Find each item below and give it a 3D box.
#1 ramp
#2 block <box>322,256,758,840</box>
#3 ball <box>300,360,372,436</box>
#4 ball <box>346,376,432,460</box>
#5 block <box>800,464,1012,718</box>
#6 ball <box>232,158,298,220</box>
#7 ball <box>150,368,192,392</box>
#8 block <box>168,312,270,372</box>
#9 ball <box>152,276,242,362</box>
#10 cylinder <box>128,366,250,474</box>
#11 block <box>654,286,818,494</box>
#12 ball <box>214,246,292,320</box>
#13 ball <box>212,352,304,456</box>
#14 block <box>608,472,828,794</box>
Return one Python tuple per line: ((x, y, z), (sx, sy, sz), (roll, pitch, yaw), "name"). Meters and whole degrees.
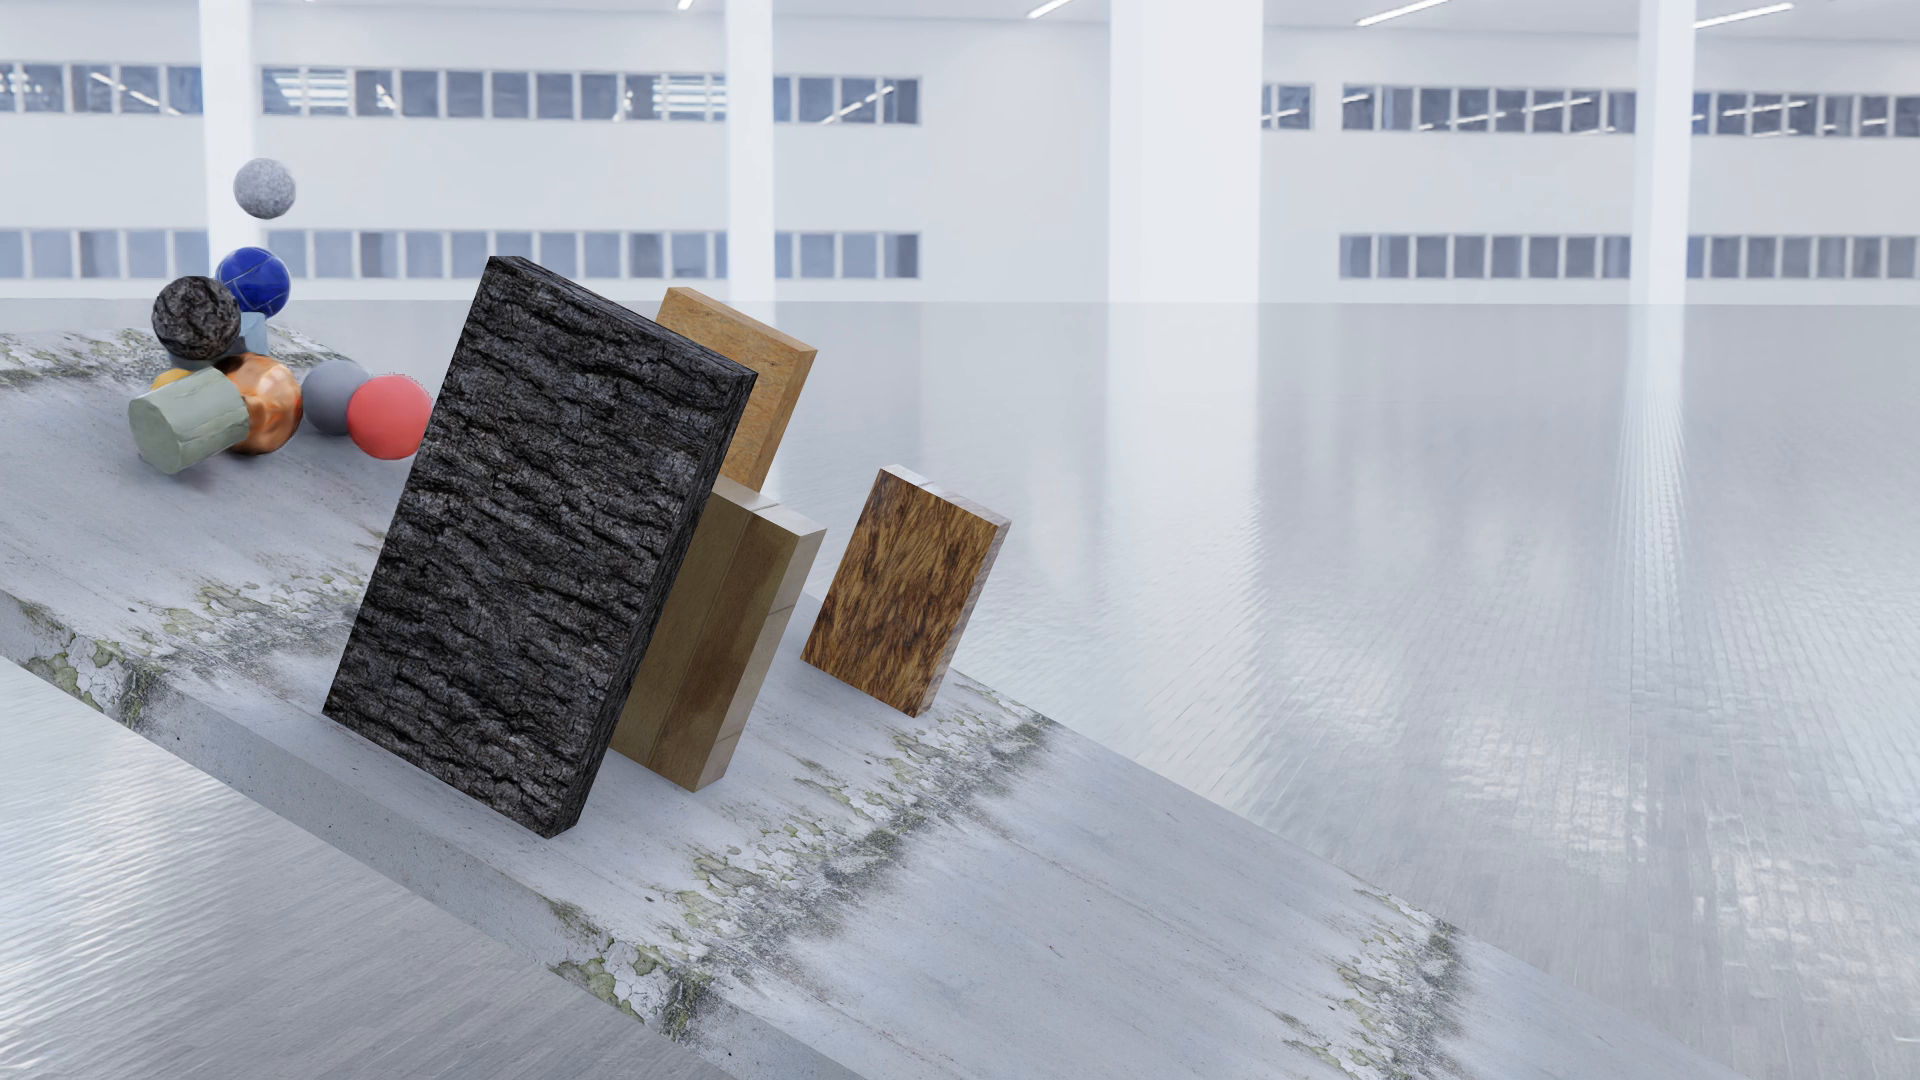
((-0.280, 0.483, 4.179), (4.000, 0.100, 2.000), (27, 13, 13), "ramp")
((-0.662, 0.012, 3.416), (0.434, 0.791, 0.097), (27, 13, 13), "block")
((-1.371, -0.314, 4.854), (0.168, 0.168, 0.168), (0, 7, 0), "ball")
((-1.211, -0.260, 4.676), (0.181, 0.181, 0.181), (0, 7, 0), "ball")
((-0.117, 0.108, 4.708), (0.284, 0.457, 0.109), (27, 13, 13), "block")
((-1.460, -0.738, 4.620), (0.129, 0.129, 0.129), (0, 7, 0), "ball")
((-1.606, -0.297, 4.518), (0.108, 0.108, 0.108), (0, 7, 0), "ball")
((-1.558, -0.379, 4.638), (0.159, 0.159, 0.159), (-1, 25, -2), "block")
((-1.541, -0.447, 4.443), (0.172, 0.172, 0.172), (0, 7, 0), "ball")
((-1.482, -0.230, 4.229), (0.158, 0.158, 0.158), (6, 29, 40), "cylinder")
((-0.561, -0.140, 4.445), (0.306, 0.673, 0.098), (27, 13, 13), "block")
((-1.554, -0.563, 4.830), (0.164, 0.164, 0.164), (0, 7, 0), "ball")
((-1.448, -0.277, 4.485), (0.210, 0.210, 0.210), (0, 7, 0), "ball")
((-0.454, 0.155, 3.850), (0.247, 0.499, 0.132), (27, 13, 13), "block")
